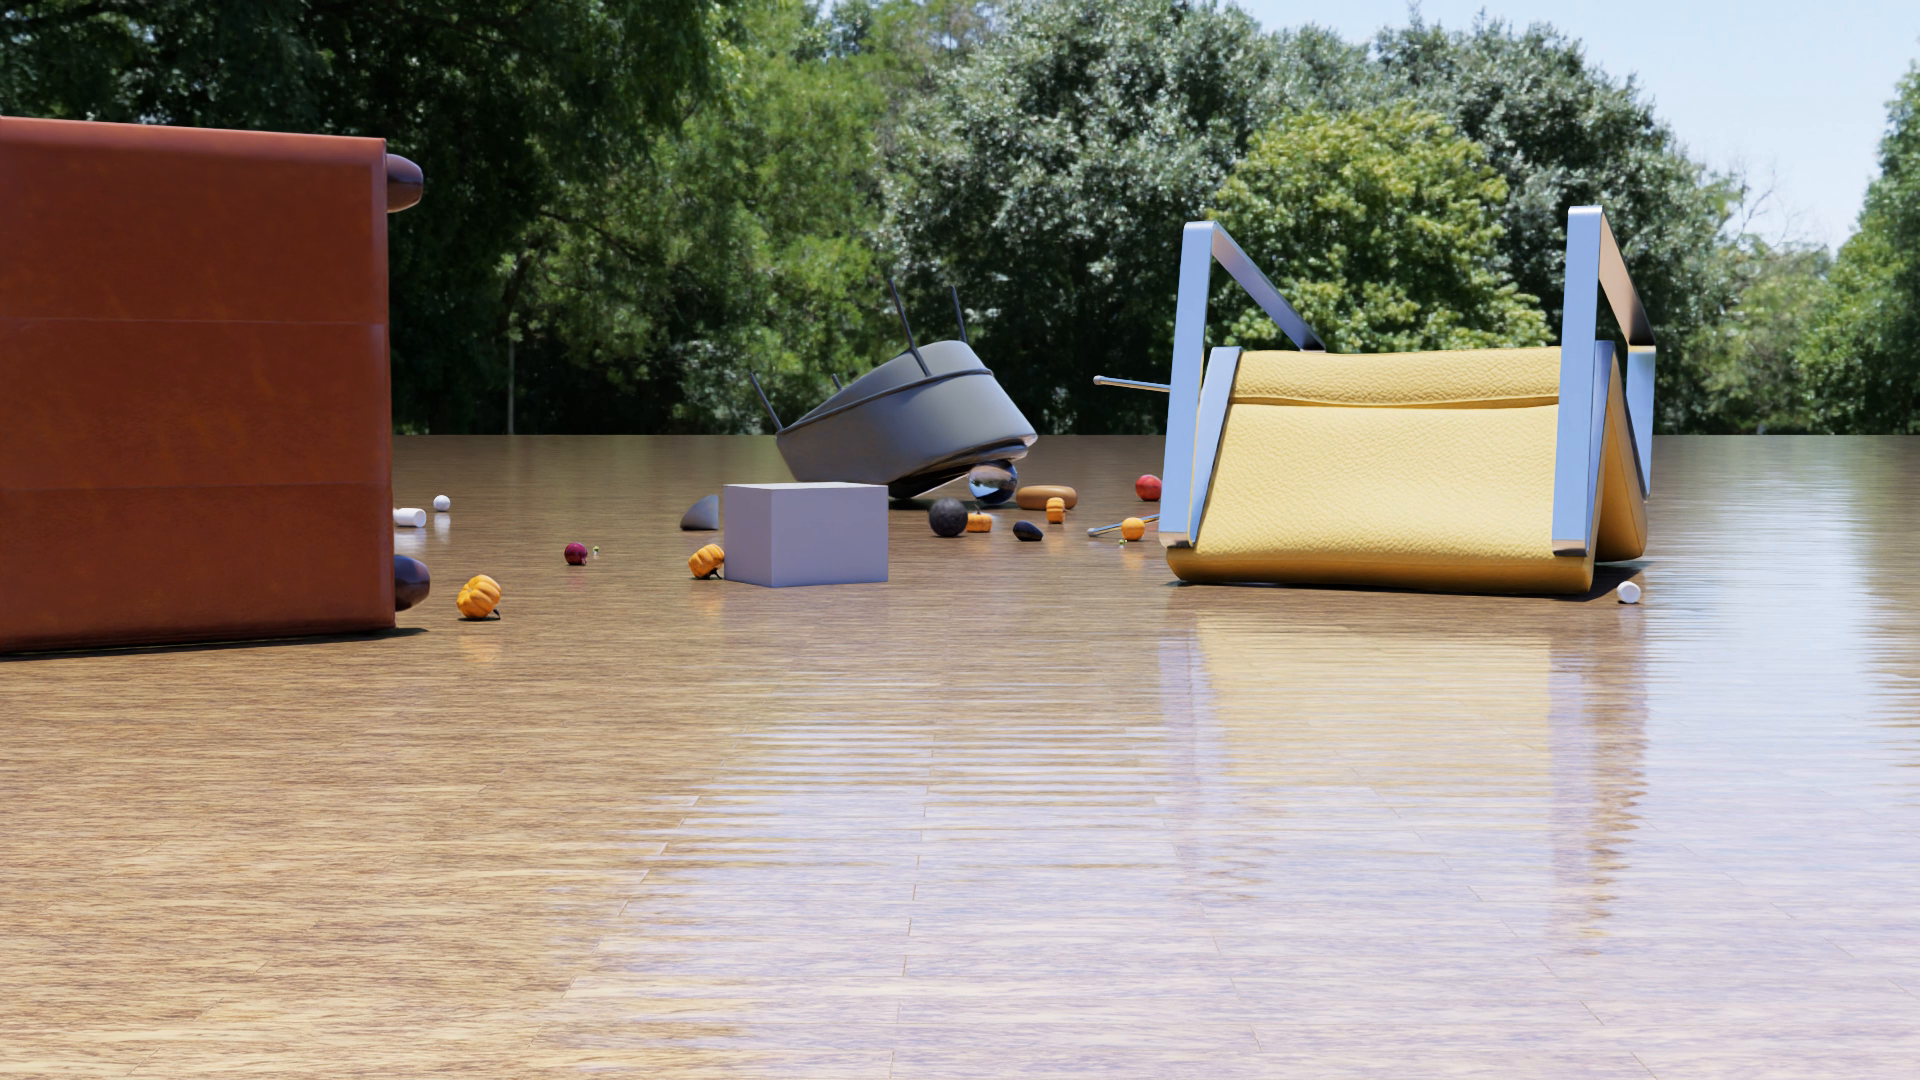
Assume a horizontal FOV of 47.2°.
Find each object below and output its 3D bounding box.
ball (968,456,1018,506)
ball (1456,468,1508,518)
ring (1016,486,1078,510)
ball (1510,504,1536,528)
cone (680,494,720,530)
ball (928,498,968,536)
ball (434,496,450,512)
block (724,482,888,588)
[{"bbox_3d":[0.129,-0.231,8.501,0.193,0.193,0.193,0,4,0],"label":"ball"},{"bbox_3d":[1.815,-0.163,7.635,0.176,0.176,0.176,0,4,0],"label":"ball"},{"bbox_3d":[0.323,-0.156,8.188,0.249,0.088,0.161,2,6,33],"label":"ring"},{"bbox_3d":[1.810,-0.075,7.064,0.080,0.080,0.080,0,4,0],"label":"ball"},{"bbox_3d":[-0.800,-0.060,7.005,0.090,0.143,0.179,43,34,15],"label":"cone"},{"bbox_3d":[-0.036,-0.069,6.677,0.120,0.120,0.120,0,4,0],"label":"ball"},{"bbox_3d":[-1.896,-0.133,8.048,0.060,0.060,0.060,0,4,0],"label":"ball"},{"bbox_3d":[-0.363,-0.017,5.162,0.303,0.223,0.255,-2,5,-31],"label":"block"}]
